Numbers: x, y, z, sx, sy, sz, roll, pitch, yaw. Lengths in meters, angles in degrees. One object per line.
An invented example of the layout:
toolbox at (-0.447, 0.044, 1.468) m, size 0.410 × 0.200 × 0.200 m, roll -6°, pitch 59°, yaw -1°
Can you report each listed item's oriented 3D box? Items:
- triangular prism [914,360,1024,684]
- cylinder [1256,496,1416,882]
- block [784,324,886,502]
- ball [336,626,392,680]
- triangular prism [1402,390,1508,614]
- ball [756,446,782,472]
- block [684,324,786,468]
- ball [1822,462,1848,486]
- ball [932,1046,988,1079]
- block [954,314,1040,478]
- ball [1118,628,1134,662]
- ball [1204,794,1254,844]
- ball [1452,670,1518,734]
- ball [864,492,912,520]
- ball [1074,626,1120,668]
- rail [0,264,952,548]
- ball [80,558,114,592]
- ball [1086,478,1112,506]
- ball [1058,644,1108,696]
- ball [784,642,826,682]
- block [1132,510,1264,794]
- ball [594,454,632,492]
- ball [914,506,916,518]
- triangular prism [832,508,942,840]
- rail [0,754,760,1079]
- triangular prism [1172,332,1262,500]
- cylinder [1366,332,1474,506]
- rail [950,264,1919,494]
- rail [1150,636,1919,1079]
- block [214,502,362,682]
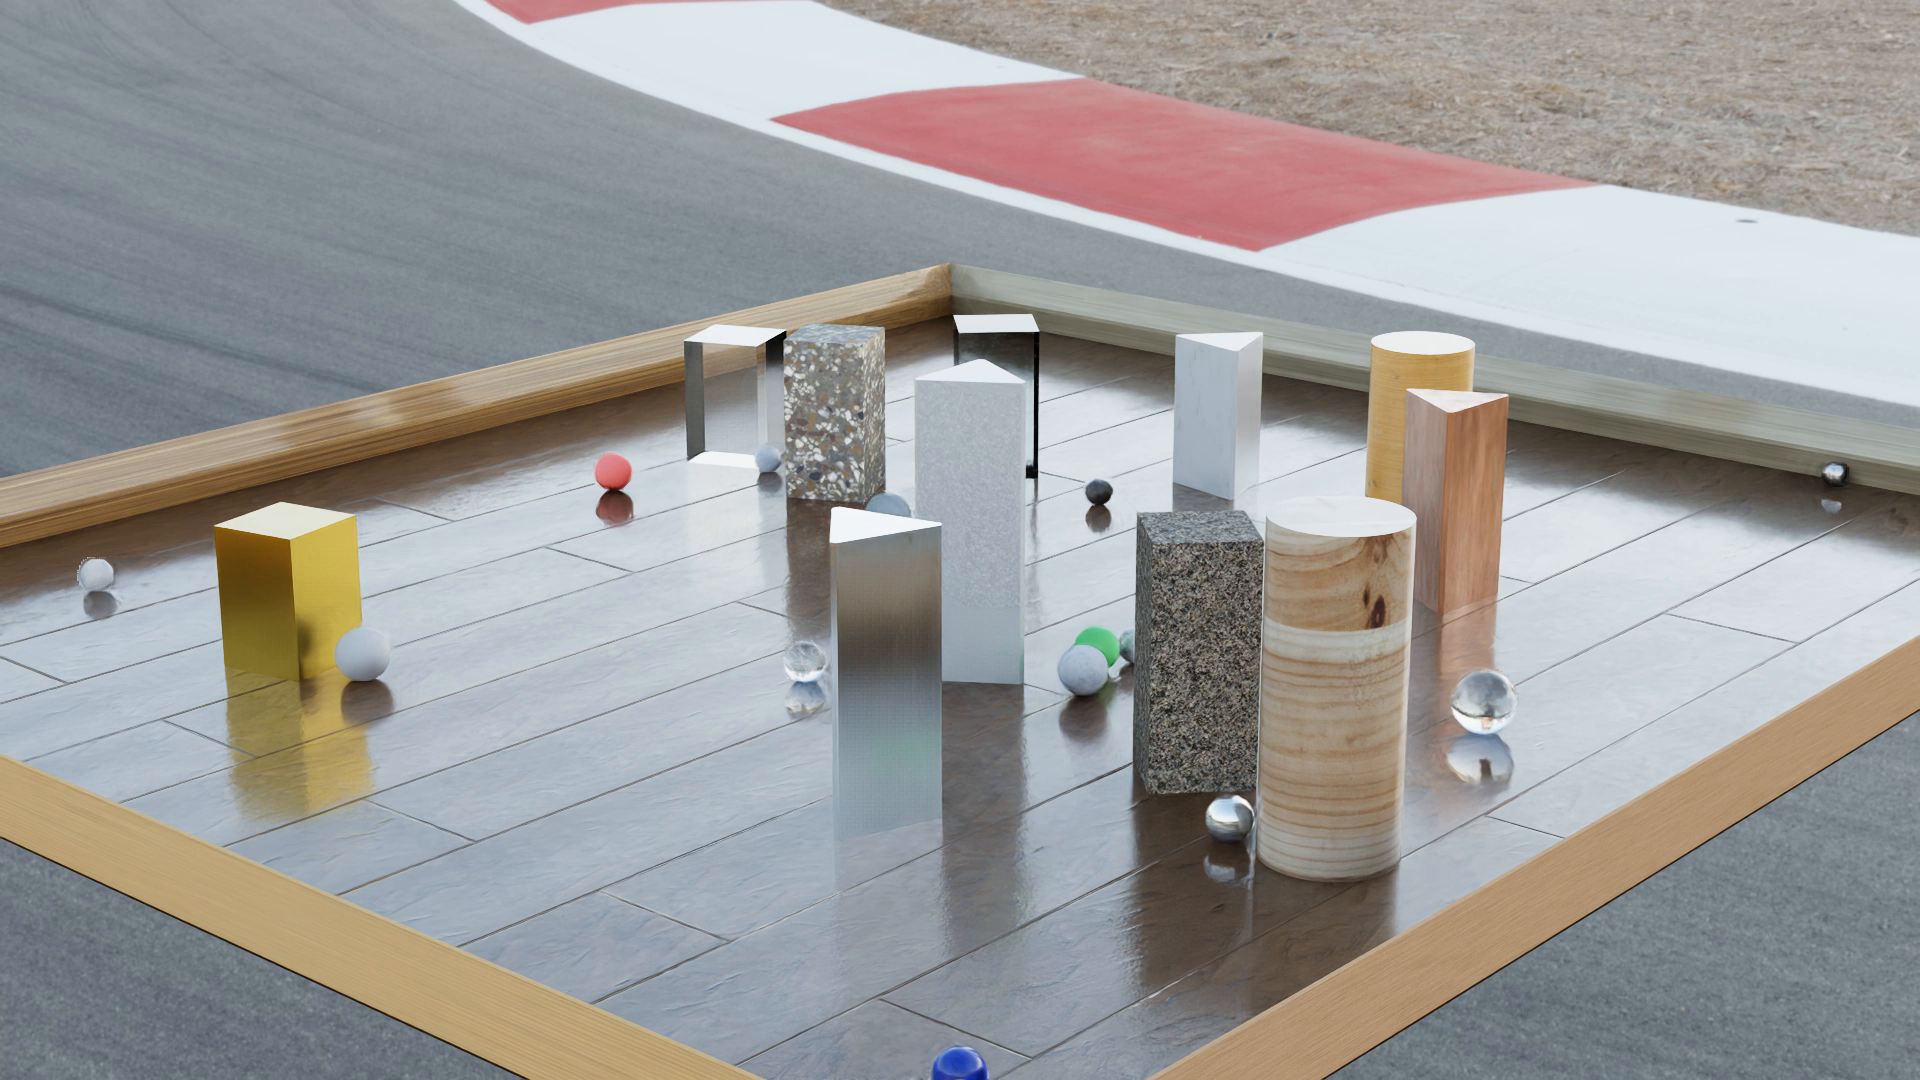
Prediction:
triangular prism at (0.025, -0.032, 4.702) m, size 0.172 × 0.495 × 0.149 m, roll 2°, pitch 17°, yaw 7°
cylinder at (0.505, 0.199, 3.955) m, size 0.198 × 0.484 × 0.198 m, roll 0°, pitch 17°, yaw 0°
block at (-0.244, -0.251, 5.742) m, size 0.159 × 0.314 × 0.159 m, roll 4°, pitch 17°, yaw 13°
ball at (-0.956, 0.181, 4.699) m, size 0.088 × 0.088 × 0.088 m, roll 0°, pitch 17°, yaw 0°
triangular prism at (0.830, -0.076, 5.088) m, size 0.149 × 0.357 × 0.172 m, roll 16°, pitch 23°, yaw 42°
ball at (-0.386, -0.163, 5.903) m, size 0.053 × 0.053 × 0.053 m, roll 0°, pitch 17°, yaw 0°
block at (-0.456, -0.295, 5.992) m, size 0.159 × 0.254 × 0.159 m, roll 6°, pitch 18°, yaw 18°
ball at (1.730, -0.130, 5.800) m, size 0.049 × 0.049 × 0.049 m, roll 0°, pitch 17°, yaw 0°
ball at (-0.001, 0.607, 3.330) m, size 0.064 × 0.064 × 0.064 m, roll 0°, pitch 17°, yaw 0°
block at (0.072, -0.288, 5.887) m, size 0.159 × 0.301 × 0.159 m, roll -1°, pitch 17°, yaw -4°
ball at (0.285, 0.171, 4.783) m, size 0.059 × 0.059 × 0.059 m, roll 0°, pitch 17°, yaw 0°
ball at (0.373, 0.385, 4.057) m, size 0.069 × 0.069 × 0.069 m, roll 0°, pitch 17°, yaw 0°
ball at (0.798, 0.247, 4.464) m, size 0.099 × 0.099 × 0.099 m, roll 0°, pitch 17°, yaw 0°
ball at (-0.135, -0.044, 5.443) m, size 0.090 × 0.090 × 0.090 m, roll 0°, pitch 17°, yaw 0°
ball at (0.220, 0.177, 4.738) m, size 0.075 × 0.075 × 0.075 m, roll 0°, pitch 17°, yaw 0°
rail at (-1.129, -0.250, 6.058) m, size 0.045 × 0.129 × 3.424 m, roll 14°, pitch 22°, yaw 39°
ball at (-1.515, 0.062, 5.148) m, size 0.058 × 0.058 × 0.058 m, roll 0°, pitch 17°, yaw 0°
ball at (0.269, -0.094, 5.674) m, size 0.053 × 0.053 × 0.053 m, roll 0°, pitch 17°, yaw 0°
ball at (0.195, 0.206, 4.632) m, size 0.081 × 0.081 × 0.081 m, roll 0°, pitch 17°, yaw 0°
ball at (-0.249, 0.195, 4.692) m, size 0.066 × 0.066 × 0.066 m, roll 0°, pitch 17°, yaw 0°
block at (0.344, 0.161, 4.263) m, size 0.159 × 0.378 × 0.159 m, roll -1°, pitch 17°, yaw -5°
ball at (-0.681, -0.133, 5.765) m, size 0.075 × 0.075 × 0.075 m, roll 0°, pitch 17°, yaw 0°
ball at (-0.053, -0.052, 5.510) m, size 0.067 × 0.067 × 0.067 m, roll 0°, pitch 17°, yaw 0°
triangular prism at (-0.136, 0.179, 4.111) m, size 0.172 × 0.432 × 0.149 m, roll -10°, pitch 19°, yaw -30°
rail at (-1.107, 0.400, 3.899) m, size 3.037 × 0.129 × 0.045 m, roll 14°, pitch 22°, yaw 39°
triangular prism at (0.536, -0.253, 5.779) m, size 0.149 × 0.297 × 0.172 m, roll -13°, pitch 21°, yaw -36°
cylinder at (0.893, -0.234, 5.700) m, size 0.198 × 0.306 × 0.198 m, roll 0°, pitch 17°, yaw 0°
rail at (1.107, -0.335, 6.340) m, size 3.037 × 0.129 × 0.045 m, roll 14°, pitch 22°, yaw 39°
rail at (1.129, 0.315, 4.181) m, size 0.045 × 0.129 × 3.424 m, roll 14°, pitch 22°, yaw 39°
block at (-1.088, 0.083, 4.765) m, size 0.159 × 0.239 × 0.159 m, roll 9°, pitch 19°, yaw 28°
